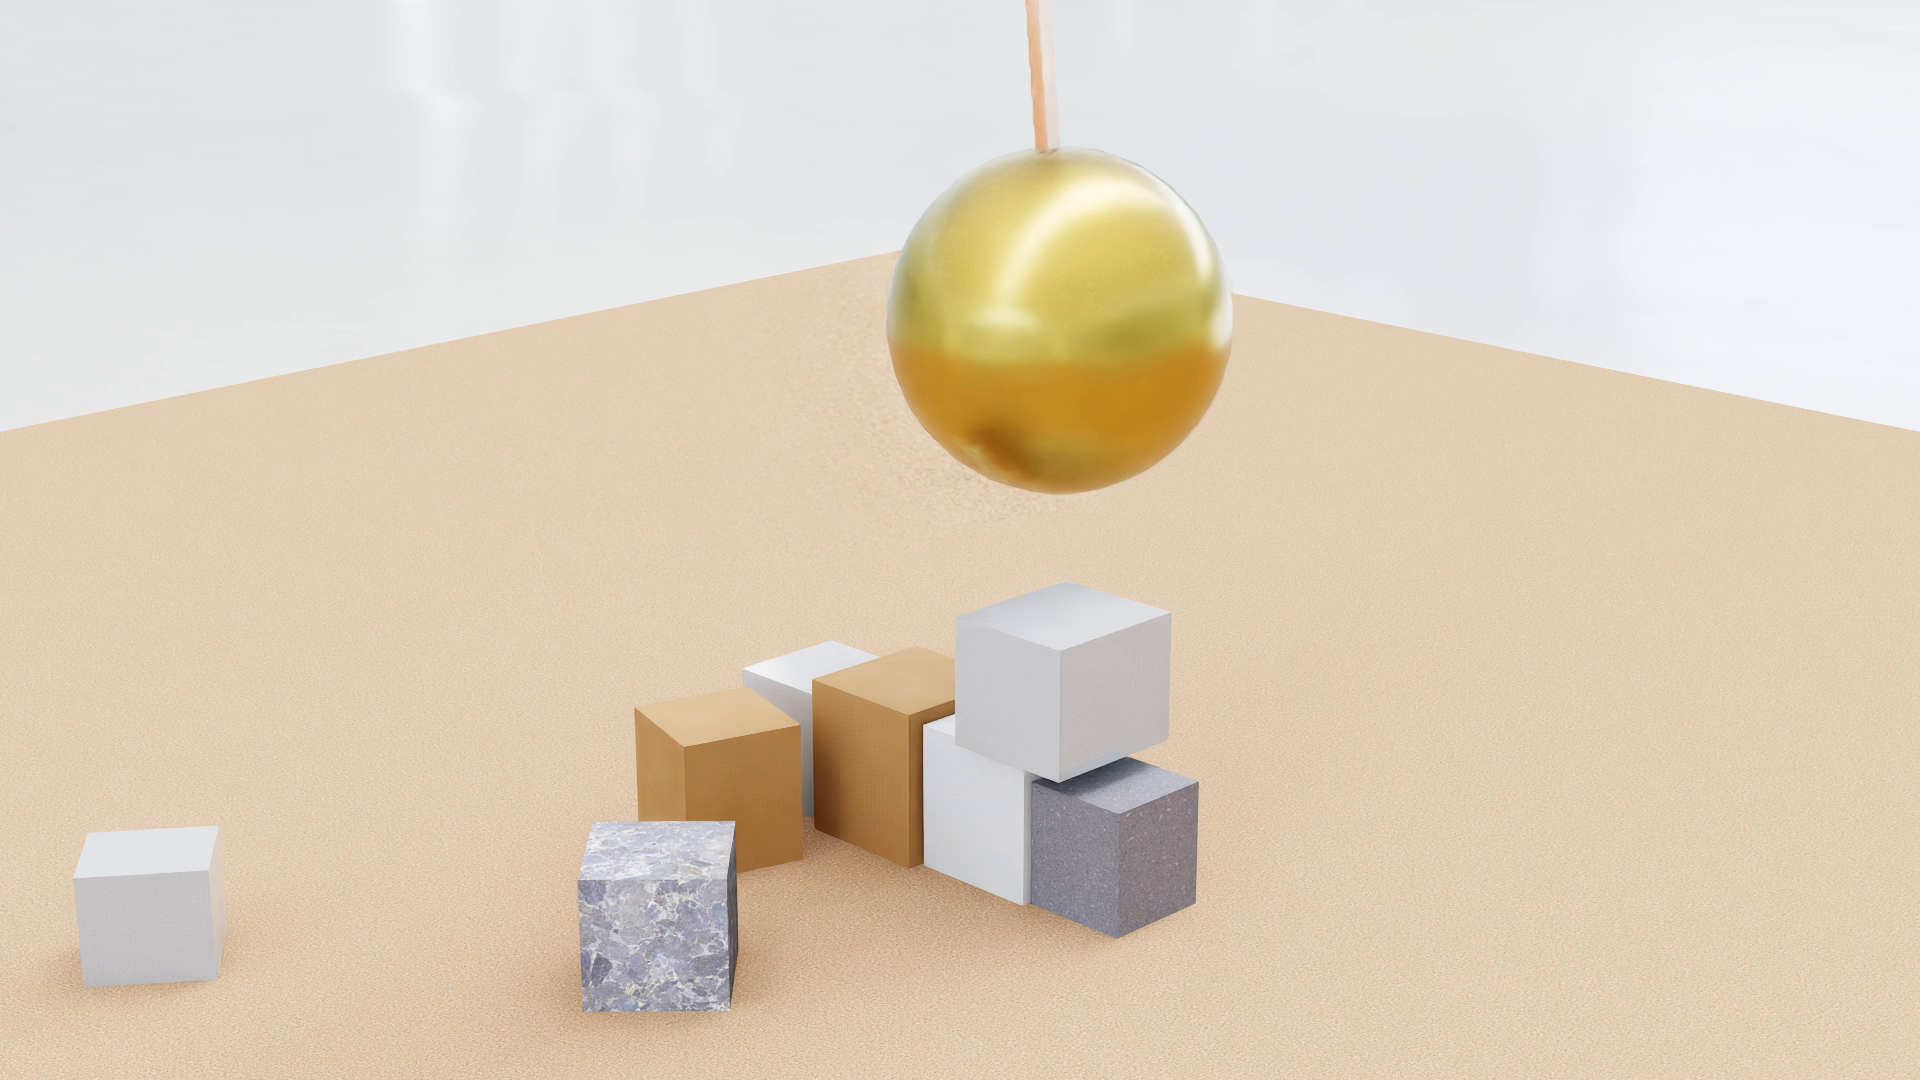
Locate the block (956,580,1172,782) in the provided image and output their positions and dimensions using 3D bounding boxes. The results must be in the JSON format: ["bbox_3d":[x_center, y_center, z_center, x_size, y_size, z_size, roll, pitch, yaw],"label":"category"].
[{"bbox_3d":[0.458,0.618,13.055,0.635,0.605,0.722,17,24,42],"label":"block"}]

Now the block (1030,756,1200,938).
[{"bbox_3d":[0.689,1.350,13.066,0.529,0.589,0.518,-17,24,-42],"label":"block"}]

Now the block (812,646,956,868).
[{"bbox_3d":[-0.222,1.014,13.857,0.676,0.757,0.661,-16,24,-42],"label":"block"}]

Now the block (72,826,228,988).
[{"bbox_3d":[-3.454,1.563,12.535,0.549,0.502,0.481,-3,18,-8],"label":"block"}]

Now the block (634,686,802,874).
[{"bbox_3d":[-1.122,1.130,13.632,0.580,0.669,0.577,-9,20,-27],"label":"block"}]

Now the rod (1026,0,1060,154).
[{"bbox_3d":[0.198,-4.158,12.243,0.080,5.200,0.080,17,30,42],"label":"rod"}]

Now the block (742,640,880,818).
[{"bbox_3d":[-0.641,0.928,14.330,0.586,0.636,0.592,-17,24,-42],"label":"block"}]

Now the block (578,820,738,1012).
[{"bbox_3d":[-1.261,1.577,12.336,0.608,0.594,0.607,0,17,-1],"label":"block"}]

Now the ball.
[{"bbox_3d":[0.457,-1.011,13.503,1.600,1.600,1.600,0,17,0],"label":"ball"}]

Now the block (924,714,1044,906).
[{"bbox_3d":[0.265,1.178,13.438,0.587,0.694,0.635,-17,24,-42],"label":"block"}]
